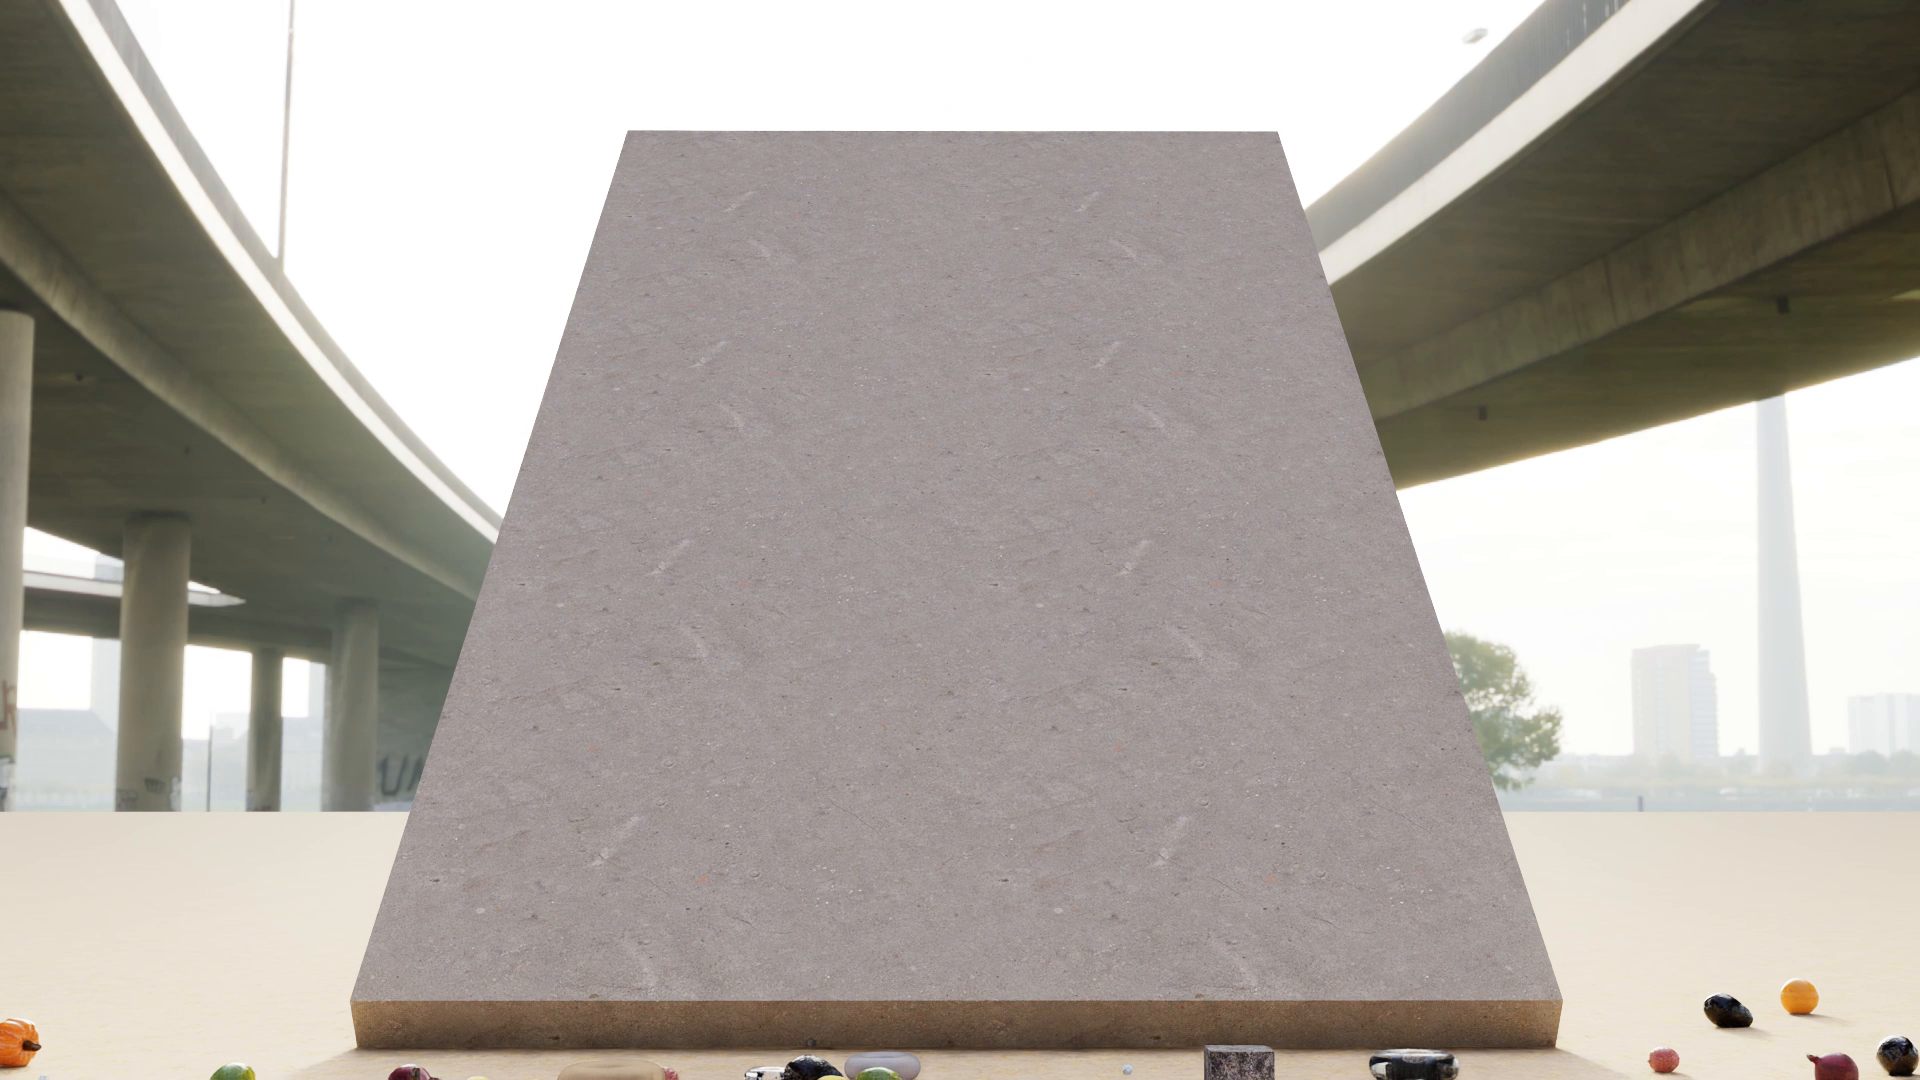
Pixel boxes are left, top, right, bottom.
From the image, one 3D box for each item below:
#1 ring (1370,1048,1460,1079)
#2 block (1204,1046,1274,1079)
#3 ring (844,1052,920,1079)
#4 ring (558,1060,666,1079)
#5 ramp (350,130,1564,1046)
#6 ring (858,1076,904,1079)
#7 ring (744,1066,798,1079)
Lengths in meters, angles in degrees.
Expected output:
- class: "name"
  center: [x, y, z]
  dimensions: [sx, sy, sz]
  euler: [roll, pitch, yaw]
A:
- class: "ring"
  center: [0.663, 0.769, 3.534]
  dimensions: [0.131, 0.044, 0.131]
  euler: [0, -7, 0]
- class: "block"
  center: [0.367, 0.710, 3.180]
  dimensions: [0.082, 0.082, 0.082]
  euler: [0, -6, -1]
- class: "ring"
  center: [-0.113, 0.773, 3.544]
  dimensions: [0.112, 0.037, 0.112]
  euler: [-1, -5, 0]
- class: "ring"
  center: [-0.476, 0.740, 3.306]
  dimensions: [0.149, 0.050, 0.149]
  euler: [-1, -6, 0]
- class: "ramp"
  center: [-0.013, -0.207, 5.740]
  dimensions: [2.000, 0.100, 4.000]
  euler: [0, 30, 0]
- class: "ring"
  center: [-0.110, 0.757, 3.347]
  dimensions: [0.078, 0.026, 0.078]
  euler: [-1, -6, 0]
- class: "ring"
  center: [-0.270, 0.770, 3.469]
  dimensions: [0.078, 0.026, 0.078]
  euler: [1, -7, 0]
